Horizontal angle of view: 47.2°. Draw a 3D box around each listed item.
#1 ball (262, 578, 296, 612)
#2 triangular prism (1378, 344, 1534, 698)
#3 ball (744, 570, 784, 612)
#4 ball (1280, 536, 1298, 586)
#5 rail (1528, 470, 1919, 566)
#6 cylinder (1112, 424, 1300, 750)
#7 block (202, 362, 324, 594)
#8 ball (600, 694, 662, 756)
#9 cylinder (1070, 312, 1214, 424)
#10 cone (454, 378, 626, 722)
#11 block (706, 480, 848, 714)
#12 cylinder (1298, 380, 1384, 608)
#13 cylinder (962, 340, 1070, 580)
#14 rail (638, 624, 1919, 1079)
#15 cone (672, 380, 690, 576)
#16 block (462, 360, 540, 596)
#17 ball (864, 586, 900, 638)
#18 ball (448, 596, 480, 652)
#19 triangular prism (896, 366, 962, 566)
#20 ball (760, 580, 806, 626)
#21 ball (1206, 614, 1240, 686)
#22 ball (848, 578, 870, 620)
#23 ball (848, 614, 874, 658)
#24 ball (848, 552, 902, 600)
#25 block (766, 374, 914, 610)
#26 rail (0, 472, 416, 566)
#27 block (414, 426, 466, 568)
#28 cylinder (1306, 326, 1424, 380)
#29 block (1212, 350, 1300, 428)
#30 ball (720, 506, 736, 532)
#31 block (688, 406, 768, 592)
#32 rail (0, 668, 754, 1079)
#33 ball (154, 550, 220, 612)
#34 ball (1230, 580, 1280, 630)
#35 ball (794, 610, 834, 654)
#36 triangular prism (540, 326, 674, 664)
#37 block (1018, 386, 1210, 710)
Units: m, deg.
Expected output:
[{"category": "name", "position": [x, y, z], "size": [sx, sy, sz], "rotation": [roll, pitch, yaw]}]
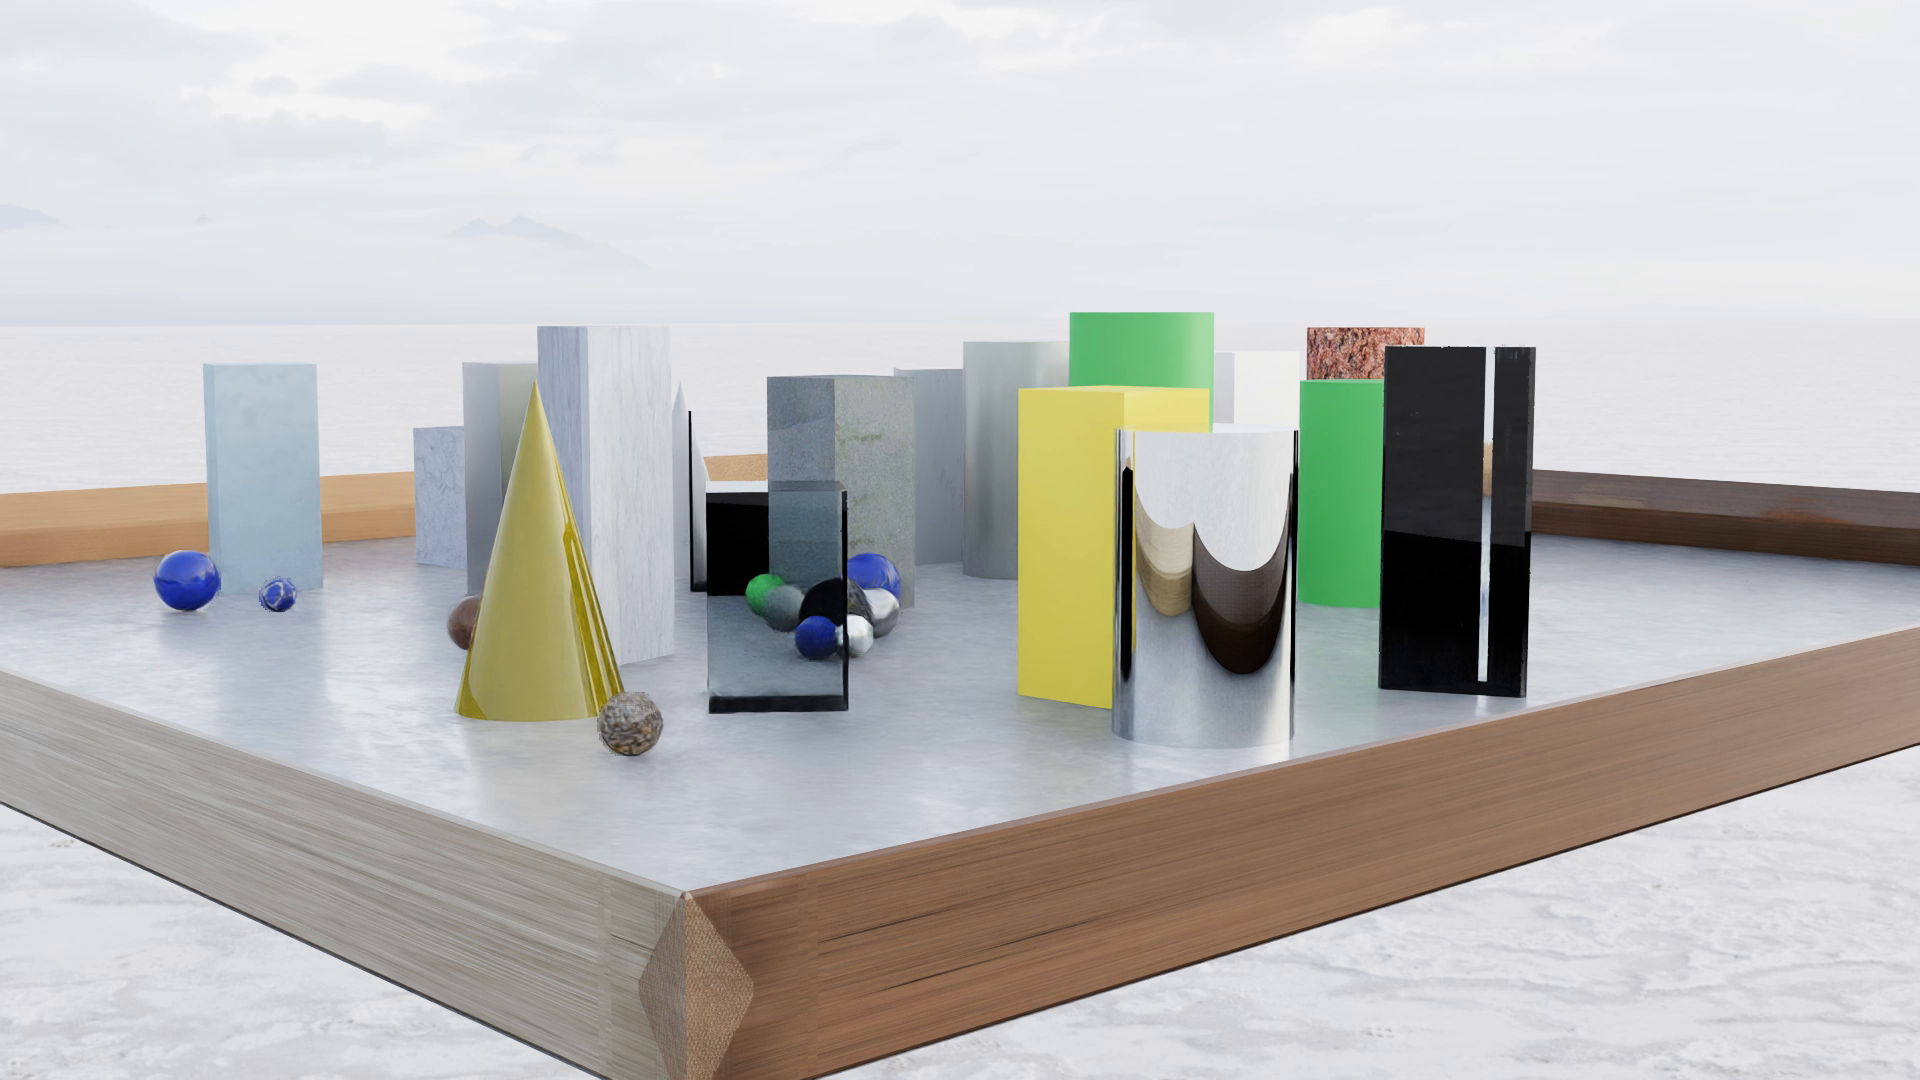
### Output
[{"category": "ball", "position": [-1.004, 0.081, 3.241], "size": [0.050, 0.050, 0.050], "rotation": [0, 6, 0]}, {"category": "triangular prism", "position": [0.597, -0.029, 2.606], "size": [0.168, 0.402, 0.145], "rotation": [2, 6, 21]}, {"category": "ball", "position": [-0.285, 0.075, 3.235], "size": [0.063, 0.063, 0.063], "rotation": [0, 6, 0]}, {"category": "ball", "position": [0.553, 0.035, 3.507], "size": [0.087, 0.087, 0.087], "rotation": [0, 6, 0]}, {"category": "rail", "position": [1.129, -0.076, 4.368], "size": [0.045, 0.126, 2.940], "rotation": [-6, 8, -42]}, {"category": "cylinder", "position": [0.257, 0.043, 2.312], "size": [0.193, 0.321, 0.193], "rotation": [0, 6, 0]}, {"category": "block", "position": [-1.120, -0.104, 3.533], "size": [0.155, 0.358, 0.155], "rotation": [-3, 7, -25]}, {"category": "ball", "position": [-0.329, 0.185, 2.198], "size": [0.063, 0.063, 0.063], "rotation": [0, 6, 0]}, {"category": "cylinder", "position": [0.243, -0.086, 2.967], "size": [0.193, 0.440, 0.193], "rotation": [0, 6, 0]}, {"category": "cone", "position": [-0.471, 0.003, 2.456], "size": [0.193, 0.370, 0.193], "rotation": [0, 6, 0]}, {"category": "block", "position": [-0.210, 0.061, 2.500], "size": [0.155, 0.245, 0.155], "rotation": [-1, 6, -6]}, {"category": "cylinder", "position": [0.616, -0.075, 3.368], "size": [0.193, 0.335, 0.193], "rotation": [0, 6, 0]}, {"category": "cylinder", "position": [0.101, -0.138, 3.703], "size": [0.193, 0.391, 0.193], "rotation": [0, 6, 0]}, {"category": "rail", "position": [0.981, 0.144, 2.275], "size": [3.121, 0.126, 0.045], "rotation": [-6, 8, -42]}, {"category": "cone", "position": [-0.474, -0.111, 3.754], "size": [0.193, 0.326, 0.193], "rotation": [0, 6, 0]}, {"category": "block", "position": [-0.661, -0.092, 3.390], "size": [0.155, 0.363, 0.155], "rotation": [-4, 7, -33]}, {"category": "ball", "position": [-0.116, 0.098, 2.986], "size": [0.069, 0.069, 0.069], "rotation": [0, 6, 0]}, {"category": "ball", "position": [-0.626, 0.109, 2.852], "size": [0.076, 0.076, 0.076], "rotation": [0, 6, 0]}, {"category": "triangular prism", "position": [-0.073, -0.135, 3.909], "size": [0.168, 0.341, 0.145], "rotation": [-4, 7, -37]}, {"category": "ball", "position": [-0.249, 0.089, 3.095], "size": [0.066, 0.066, 0.066], "rotation": [0, 6, 0]}, {"category": "ball", "position": [0.289, 0.130, 2.610], "size": [0.085, 0.085, 0.085], "rotation": [0, 6, 0]}, {"category": "ball", "position": [-0.168, 0.093, 2.916], "size": [0.095, 0.095, 0.095], "rotation": [0, 6, 0]}, {"category": "ball", "position": [-0.138, 0.123, 2.820], "size": [0.055, 0.055, 0.055], "rotation": [0, 6, 0]}, {"category": "ball", "position": [-0.133, 0.066, 3.159], "size": [0.097, 0.097, 0.097], "rotation": [0, 6, 0]}, {"category": "block", "position": [-0.177, -0.071, 3.277], "size": [0.155, 0.345, 0.155], "rotation": [-6, 8, -44]}, {"category": "rail", "position": [-0.981, -0.078, 4.389], "size": [3.121, 0.126, 0.045], "rotation": [-6, 8, -42]}, {"category": "block", "position": [-0.850, -0.079, 3.875], "size": [0.155, 0.237, 0.155], "rotation": [5, 8, 42]}, {"category": "cylinder", "position": [0.675, -0.148, 3.683], "size": [0.193, 0.414, 0.193], "rotation": [0, 6, 0]}, {"category": "block", "position": [0.511, -0.162, 4.041], "size": [0.155, 0.367, 0.155], "rotation": [-4, 7, -34]}, {"category": "ball", "position": [-0.473, -0.040, 4.368], "size": [0.056, 0.056, 0.056], "rotation": [0, 6, 0]}, {"category": "block", "position": [-0.353, -0.069, 3.538], "size": [0.155, 0.287, 0.155], "rotation": [0, 6, -4]}, {"category": "rail", "position": [-1.129, 0.142, 2.296], "size": [0.045, 0.126, 2.940], "rotation": [-6, 8, -42]}, {"category": "ball", "position": [-1.143, 0.060, 3.249], "size": [0.091, 0.091, 0.091], "rotation": [0, 6, 0]}, {"category": "ball", "position": [0.410, 0.091, 3.064], "size": [0.069, 0.069, 0.069], "rotation": [0, 6, 0]}, {"category": "ball", "position": [-0.187, 0.120, 2.845], "size": [0.057, 0.057, 0.057], "rotation": [0, 6, 0]}, {"category": "triangular prism", "position": [-0.477, -0.060, 2.804], "size": [0.145, 0.423, 0.168], "rotation": [4, 7, 31]}, {"category": "block", "position": [0.176, 0.003, 2.535], "size": [0.155, 0.354, 0.155], "rotation": [6, 8, 43]}]
